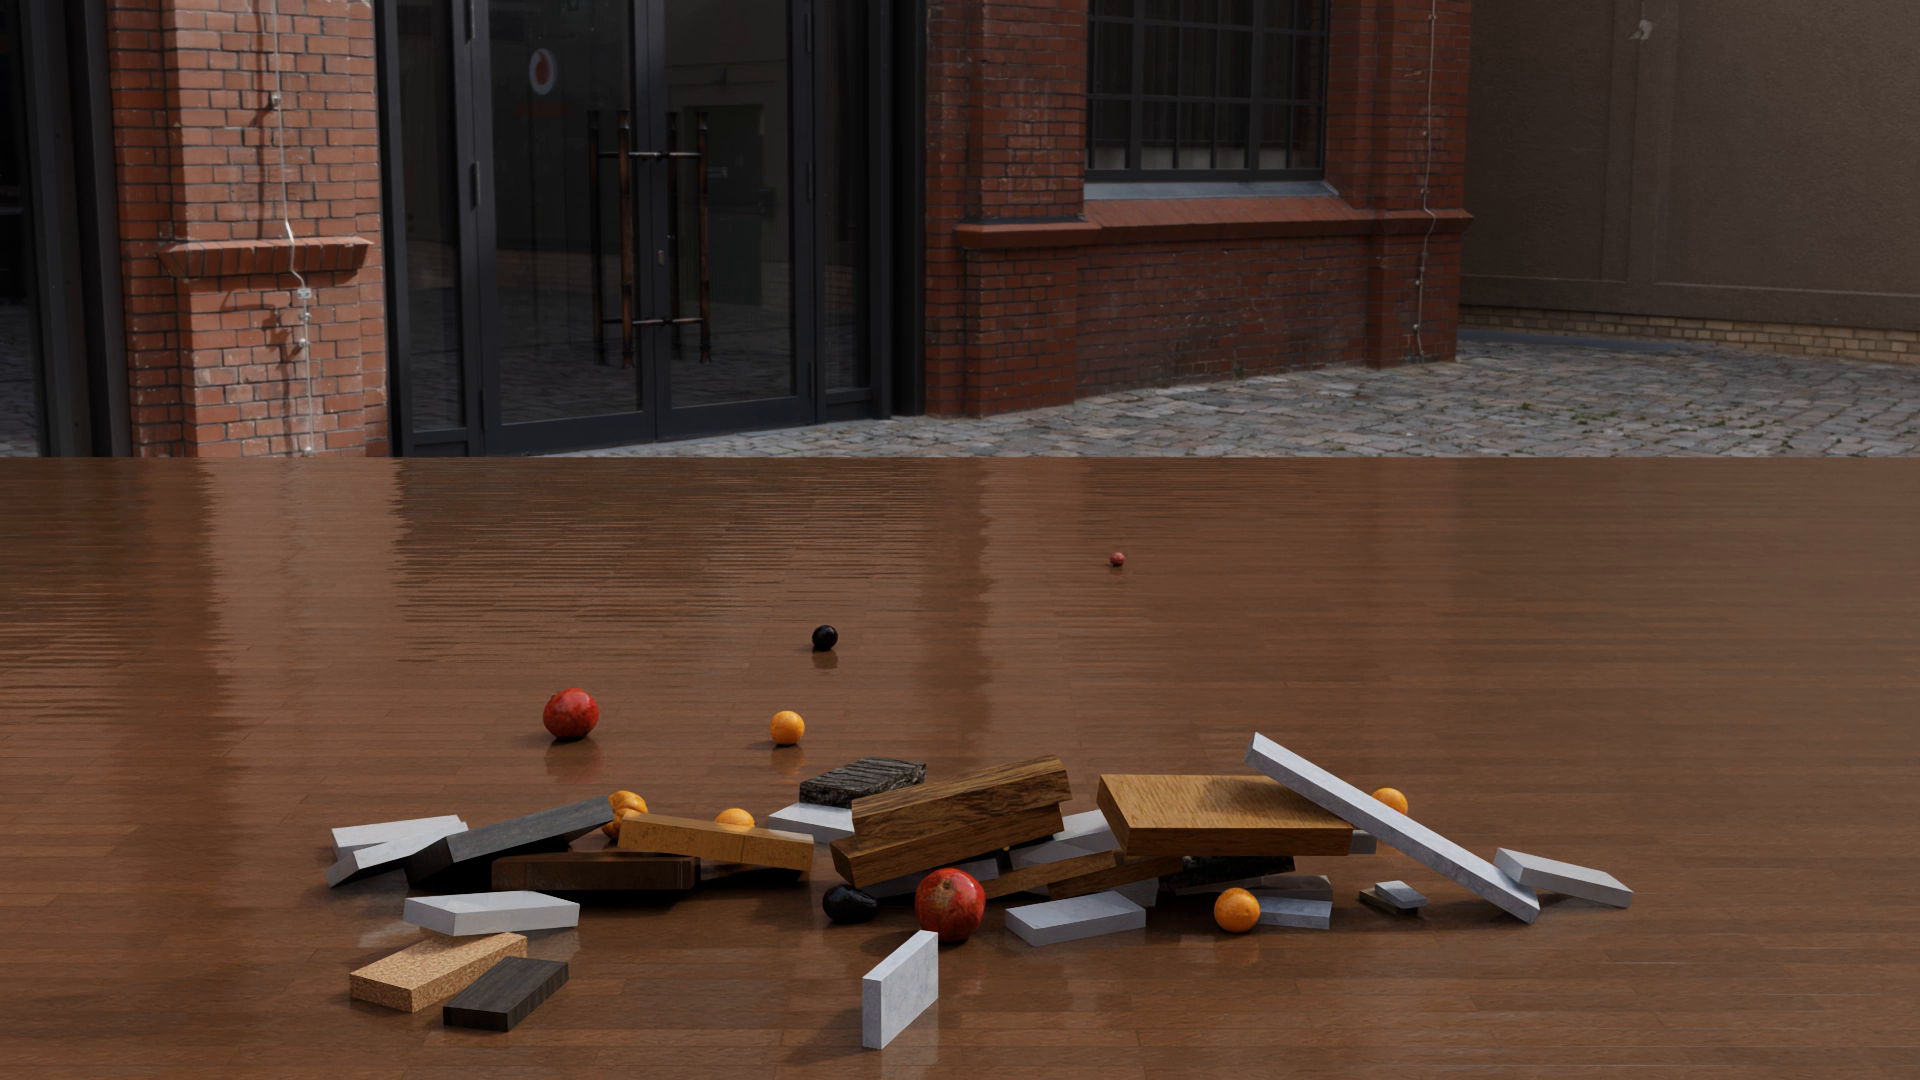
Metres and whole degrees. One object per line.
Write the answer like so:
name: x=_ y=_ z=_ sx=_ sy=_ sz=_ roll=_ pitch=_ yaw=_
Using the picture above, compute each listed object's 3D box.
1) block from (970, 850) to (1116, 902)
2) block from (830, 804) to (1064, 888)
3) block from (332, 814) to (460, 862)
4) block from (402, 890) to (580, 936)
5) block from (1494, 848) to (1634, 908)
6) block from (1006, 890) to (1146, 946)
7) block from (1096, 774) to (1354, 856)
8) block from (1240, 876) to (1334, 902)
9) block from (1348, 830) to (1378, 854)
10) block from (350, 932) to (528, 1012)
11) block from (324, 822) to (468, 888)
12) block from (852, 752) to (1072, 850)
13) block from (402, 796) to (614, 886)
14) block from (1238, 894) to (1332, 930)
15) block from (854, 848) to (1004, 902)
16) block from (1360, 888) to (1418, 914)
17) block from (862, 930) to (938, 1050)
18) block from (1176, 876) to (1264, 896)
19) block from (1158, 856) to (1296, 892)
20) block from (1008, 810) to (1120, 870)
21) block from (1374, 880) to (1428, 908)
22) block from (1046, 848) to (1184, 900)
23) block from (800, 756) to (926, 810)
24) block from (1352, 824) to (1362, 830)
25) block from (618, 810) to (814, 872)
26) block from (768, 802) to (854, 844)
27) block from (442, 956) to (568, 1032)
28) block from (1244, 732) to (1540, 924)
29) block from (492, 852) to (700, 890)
block: x=0.136 y=0.541 z=3.676 sx=0.239 sy=0.034 sz=0.120 roll=-15 pitch=10 yaw=1
block: x=-0.024 y=0.493 z=3.656 sx=0.358 sy=0.051 sz=0.179 roll=-14 pitch=4 yaw=-13
block: x=-0.995 y=0.531 z=3.903 sx=0.220 sy=0.031 sz=0.110 roll=-4 pitch=11 yaw=-22
block: x=-0.733 y=0.584 z=3.450 sx=0.124 sy=0.035 sz=0.247 roll=6 pitch=0 yaw=39
block: x=0.993 y=0.557 z=3.624 sx=0.202 sy=0.029 sz=0.101 roll=14 pitch=8 yaw=-12
block: x=0.185 y=0.604 z=3.515 sx=0.201 sy=0.028 sz=0.100 roll=-5 pitch=12 yaw=-25
block: x=0.428 y=0.447 z=3.577 sx=0.376 sy=0.051 sz=0.179 roll=2 pitch=21 yaw=-13
block: x=0.543 y=0.580 z=3.664 sx=0.145 sy=0.021 sz=0.072 roll=0 pitch=11 yaw=1
block: x=0.566 y=0.488 z=3.659 sx=0.224 sy=0.032 sz=0.112 roll=2 pitch=12 yaw=-13
block: x=-0.781 y=0.640 z=3.305 sx=0.124 sy=0.035 sz=0.247 roll=6 pitch=12 yaw=30
block: x=-0.955 y=0.535 z=3.739 sx=0.220 sy=0.031 sz=0.110 roll=-11 pitch=-15 yaw=-46
block: x=-0.001 y=0.434 z=3.676 sx=0.358 sy=0.051 sz=0.179 roll=-13 pitch=4 yaw=-2
block: x=-0.771 y=0.513 z=3.763 sx=0.323 sy=0.046 sz=0.162 roll=-10 pitch=-13 yaw=-44
block: x=0.526 y=0.601 z=3.555 sx=0.145 sy=0.021 sz=0.072 roll=3 pitch=11 yaw=13
block: x=-0.050 y=0.548 z=3.671 sx=0.239 sy=0.034 sz=0.120 roll=-11 pitch=9 yaw=7
block: x=0.705 y=0.593 z=3.618 sx=0.046 sy=0.013 sz=0.092 roll=-6 pitch=12 yaw=-29
block: x=-0.084 y=0.638 z=3.133 sx=0.028 sy=0.100 sz=0.201 roll=4 pitch=11 yaw=22
block: x=0.433 y=0.564 z=3.677 sx=0.145 sy=0.021 sz=0.072 roll=-9 pitch=10 yaw=11
block: x=0.441 y=0.536 z=3.674 sx=0.224 sy=0.032 sz=0.112 roll=-10 pitch=10 yaw=5
block: x=0.206 y=0.489 z=3.661 sx=0.239 sy=0.034 sz=0.120 roll=-13 pitch=10 yaw=10
block: x=0.723 y=0.582 z=3.608 sx=0.046 sy=0.013 sz=0.092 roll=-3 pitch=11 yaw=-17
block: x=0.259 y=0.544 z=3.671 sx=0.224 sy=0.032 sz=0.112 roll=-14 pitch=10 yaw=7
block: x=-0.182 y=0.460 z=4.182 sx=0.124 sy=0.035 sz=0.310 roll=5 pitch=6 yaw=21
block: x=0.656 y=0.470 z=3.672 sx=0.092 sy=0.013 sz=0.046 roll=0 pitch=12 yaw=-21
block: x=-0.413 y=0.511 z=3.740 sx=0.323 sy=0.046 sz=0.162 roll=8 pitch=-3 yaw=-5
block: x=-0.225 y=0.516 z=3.980 sx=0.220 sy=0.031 sz=0.110 roll=6 pitch=12 yaw=30
block: x=-0.661 y=0.661 z=3.209 sx=0.100 sy=0.028 sz=0.201 roll=3 pitch=11 yaw=15
block: x=0.703 y=0.468 z=3.589 sx=0.523 sy=0.029 sz=0.101 roll=29 pitch=14 yaw=4
block: x=-0.602 y=0.550 z=3.661 sx=0.323 sy=0.046 sz=0.162 roll=0 pitch=-3 yaw=-1
